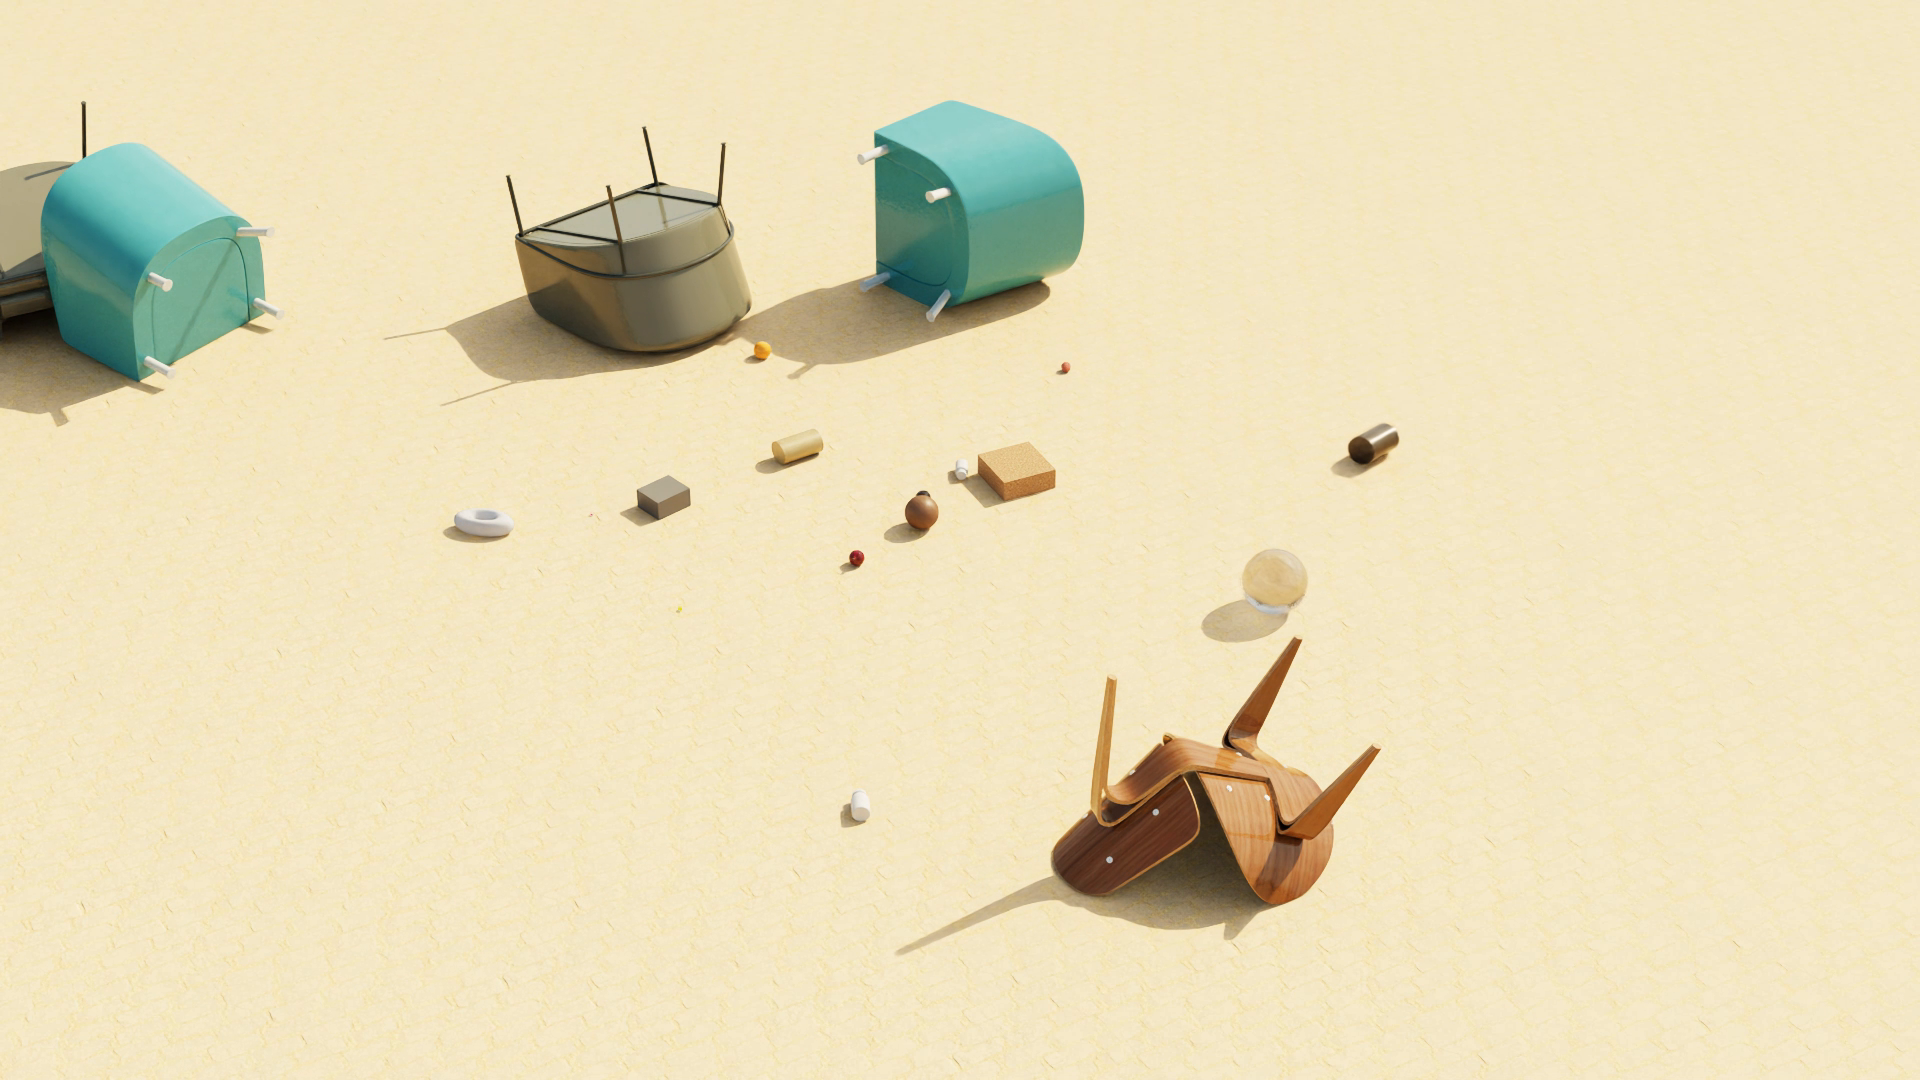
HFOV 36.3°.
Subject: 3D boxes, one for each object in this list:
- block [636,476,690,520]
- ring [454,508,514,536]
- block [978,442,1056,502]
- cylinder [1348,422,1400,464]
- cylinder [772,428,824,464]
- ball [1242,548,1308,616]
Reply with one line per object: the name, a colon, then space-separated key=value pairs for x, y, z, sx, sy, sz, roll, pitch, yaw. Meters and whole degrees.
block: x=-1.123 y=-0.161 z=11.118 sx=0.154 sy=0.078 sz=0.131 roll=-27 pitch=42 yaw=-35
ring: x=-1.783 y=-0.066 z=10.982 sx=0.237 sy=0.070 sz=0.116 roll=6 pitch=36 yaw=11
block: x=0.217 y=-0.265 z=11.270 sx=0.220 sy=0.084 sz=0.229 roll=-15 pitch=36 yaw=-21
cylinder: x=1.608 y=-0.374 z=11.401 sx=0.152 sy=0.114 sz=0.137 roll=-28 pitch=5 yaw=-35
cylinder: x=-0.632 y=-0.364 z=11.412 sx=0.175 sy=0.093 sz=0.104 roll=-20 pitch=33 yaw=-28
ball: x=1.127 y=0.149 z=10.501 sx=0.239 sy=0.239 sz=0.239 roll=0 pitch=33 yaw=0
